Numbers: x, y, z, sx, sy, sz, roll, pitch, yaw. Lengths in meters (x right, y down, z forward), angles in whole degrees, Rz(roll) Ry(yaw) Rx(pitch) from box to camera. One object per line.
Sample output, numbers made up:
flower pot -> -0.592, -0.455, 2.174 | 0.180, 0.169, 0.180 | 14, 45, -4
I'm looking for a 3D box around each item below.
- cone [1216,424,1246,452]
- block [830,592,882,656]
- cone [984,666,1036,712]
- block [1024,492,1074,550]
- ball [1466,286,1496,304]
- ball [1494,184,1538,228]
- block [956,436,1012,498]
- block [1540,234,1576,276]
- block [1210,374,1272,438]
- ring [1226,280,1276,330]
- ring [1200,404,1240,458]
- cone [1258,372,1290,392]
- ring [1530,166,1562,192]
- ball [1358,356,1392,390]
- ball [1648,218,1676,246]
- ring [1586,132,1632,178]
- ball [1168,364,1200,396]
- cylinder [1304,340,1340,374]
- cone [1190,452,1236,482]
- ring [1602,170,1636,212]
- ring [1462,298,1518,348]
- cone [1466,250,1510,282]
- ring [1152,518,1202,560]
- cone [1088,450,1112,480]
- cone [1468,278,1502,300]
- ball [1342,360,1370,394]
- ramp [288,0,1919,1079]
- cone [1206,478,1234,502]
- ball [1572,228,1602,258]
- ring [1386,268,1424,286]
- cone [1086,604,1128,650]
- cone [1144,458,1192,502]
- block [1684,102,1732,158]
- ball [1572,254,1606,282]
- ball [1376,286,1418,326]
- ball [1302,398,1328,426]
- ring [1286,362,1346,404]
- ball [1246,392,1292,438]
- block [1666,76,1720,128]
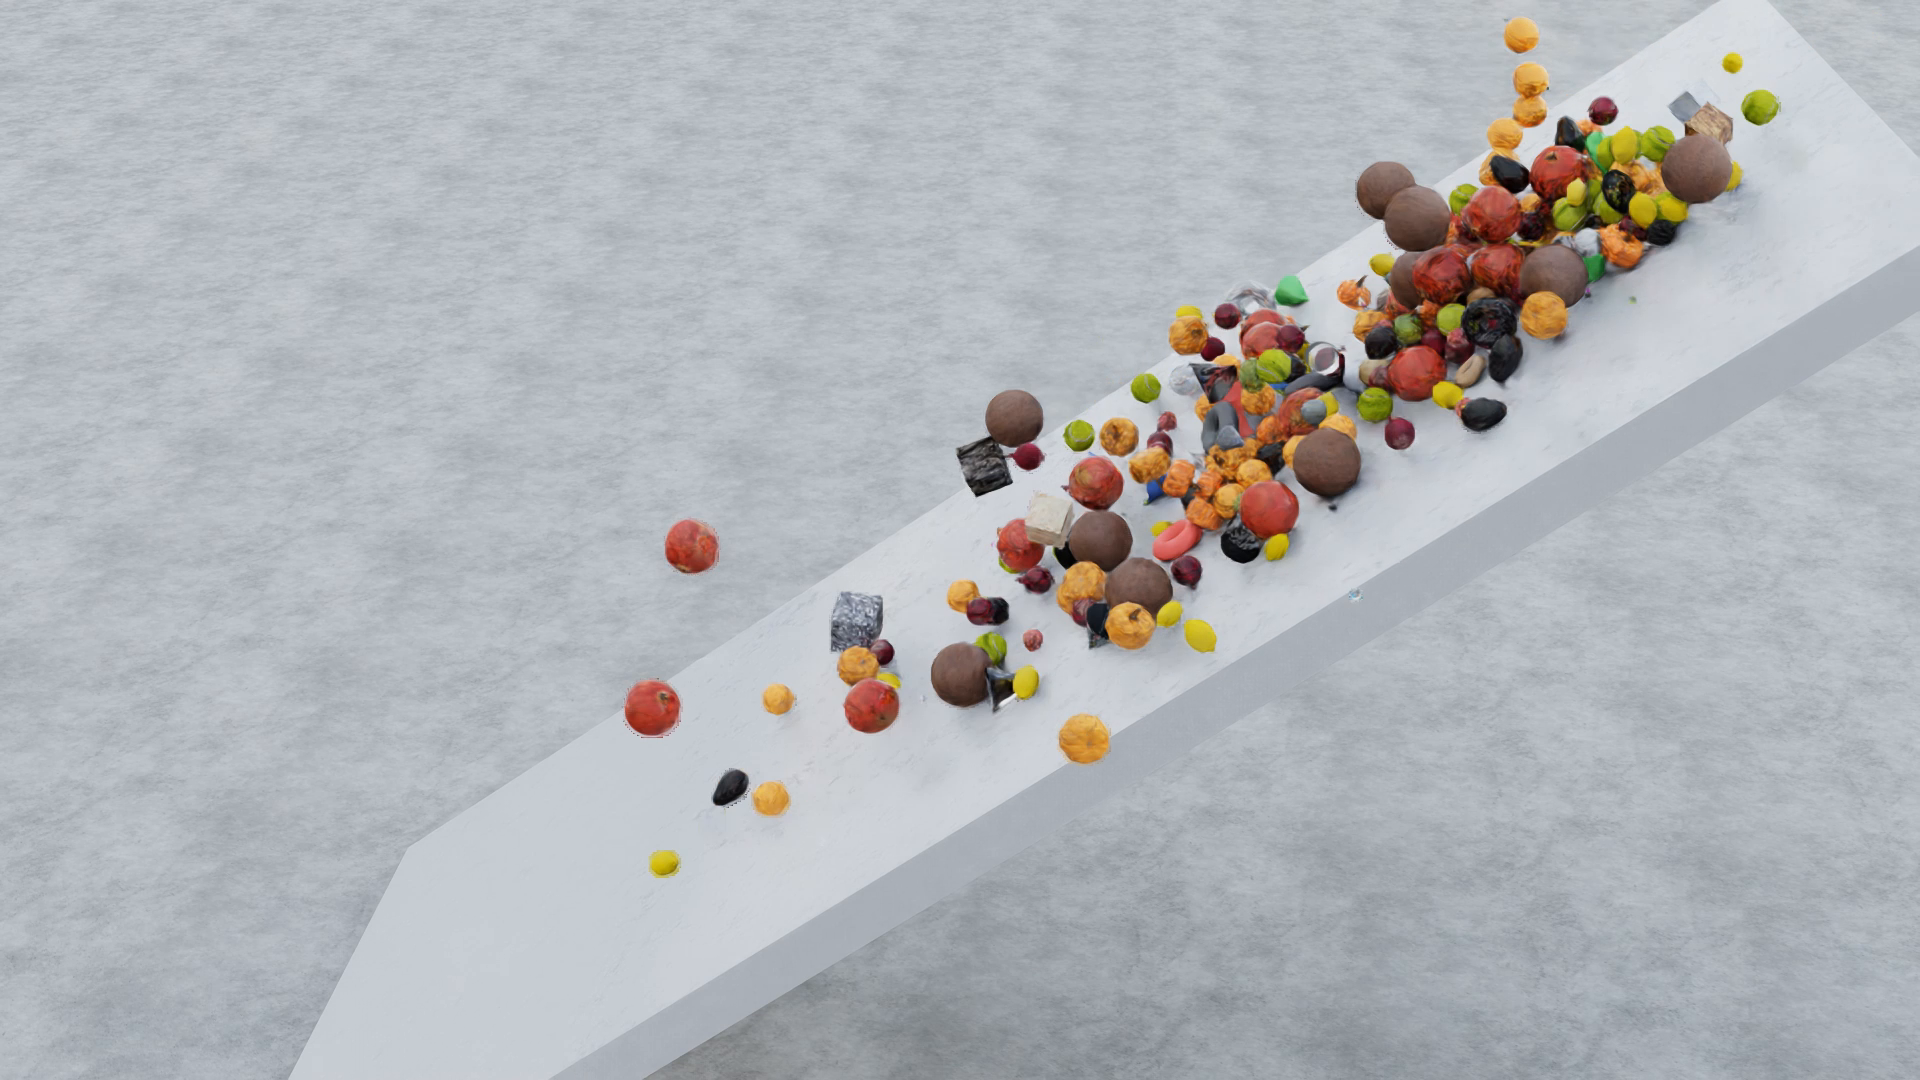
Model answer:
cone -> 0.541, -0.193, 5.763 | 0.054, 0.054, 0.054 | -16, 27, -35
block -> -0.230, 0.187, 6.539 | 0.096, 0.096, 0.096 | 8, 44, 8
cone -> 0.105, 0.285, 5.779 | 0.096, 0.096, 0.096 | -10, 22, -4
block -> 0.170, -0.037, 5.589 | 0.071, 0.071, 0.071 | 15, 68, 14
ball -> 1.028, -0.470, 5.795 | 0.059, 0.059, 0.059 | 0, 22, 0
ball -> 1.179, -0.710, 6.235 | 0.093, 0.093, 0.093 | 0, 22, 0
block -> 0.055, -0.166, 6.635 | 0.089, 0.089, 0.089 | -21, -25, 8
block -> 1.186, -0.559, 5.773 | 0.055, 0.055, 0.055 | -13, 60, -48
block -> 0.606, -0.282, 6.224 | 0.088, 0.088, 0.088 | -50, 13, -28
ring -> 0.670, -0.540, 6.772 | 0.121, 0.121, 0.040 | 9, 28, 21
ring -> 0.533, -0.225, 6.032 | 0.040, 0.120, 0.120 | 24, 17, -15
cone -> 0.683, -0.333, 6.332 | 0.071, 0.071, 0.071 | -8, 20, 9
ring -> 1.272, -0.784, 6.377 | 0.077, 0.026, 0.077 | -33, 16, 10
ball -> 0.837, -0.338, 5.923 | 0.068, 0.068, 0.068 | 0, 22, 0
ball -> 1.336, -0.586, 5.605 | 0.052, 0.052, 0.052 | 0, 22, 0
ring -> 1.315, -0.774, 5.964 | 0.043, 0.128, 0.128 | -37, 10, 22
ball -> 0.514, -0.367, 6.732 | 0.072, 0.072, 0.072 | 0, 22, 0
cylinder -> 0.719, -0.361, 5.836 | 0.059, 0.059, 0.059 | 8, -2, 18
cone -> 0.507, -0.158, 6.064 | 0.087, 0.087, 0.087 | 33, 15, -16
ring -> 1.278, -0.675, 5.702 | 0.087, 0.087, 0.029 | -21, -2, -42
ring -> 1.016, -0.415, 5.644 | 0.109, 0.109, 0.036 | 8, 36, 20
cone -> 1.069, -0.527, 5.995 | 0.089, 0.089, 0.089 | 1, 44, -1
ring -> 0.437, -0.001, 5.898 | 0.114, 0.038, 0.114 | -33, 17, 11
cone -> 0.294, -0.172, 6.457 | 0.057, 0.057, 0.057 | -24, -15, -7
cone -> 1.052, -0.476, 5.868 | 0.067, 0.067, 0.067 | 0, 41, 0
ball -> 0.812, -0.333, 5.986 | 0.068, 0.068, 0.068 | 0, 22, 0
ramp -> 0.135, 0.175, 6.308 | 4.000, 0.100, 2.000 | -33, 16, 15
cone -> 0.539, -0.108, 6.013 | 0.052, 0.052, 0.052 | -14, 25, -27
ball -> 1.195, -0.565, 5.599 | 0.056, 0.056, 0.056 | 0, 22, 0
ring -> 0.931, -0.552, 6.162 | 0.079, 0.026, 0.079 | -7, -1, 0
cone -> 0.268, 0.186, 5.715 | 0.090, 0.090, 0.090 | 15, 46, -16
cone -> 0.447, -0.133, 6.252 | 0.096, 0.096, 0.096 | -6, 21, 8
block -> 1.424, -0.779, 5.592 | 0.062, 0.062, 0.062 | -43, 61, -9
ball -> 1.215, -0.529, 5.683 | 0.063, 0.063, 0.063 | 0, 22, 0
ball -> 0.916, -0.491, 6.170 | 0.086, 0.086, 0.086 | 0, 22, 0
ball -> 0.689, -0.249, 5.713 | 0.051, 0.051, 0.051 | 0, 22, 0
ring -> 0.740, -0.328, 6.110 | 0.139, 0.046, 0.139 | -27, -3, -2
ball -> 0.640, -0.260, 6.096 | 0.096, 0.096, 0.096 | 0, 22, 0
block -> 1.437, -0.855, 5.758 | 0.061, 0.061, 0.061 | -42, 0, -37
